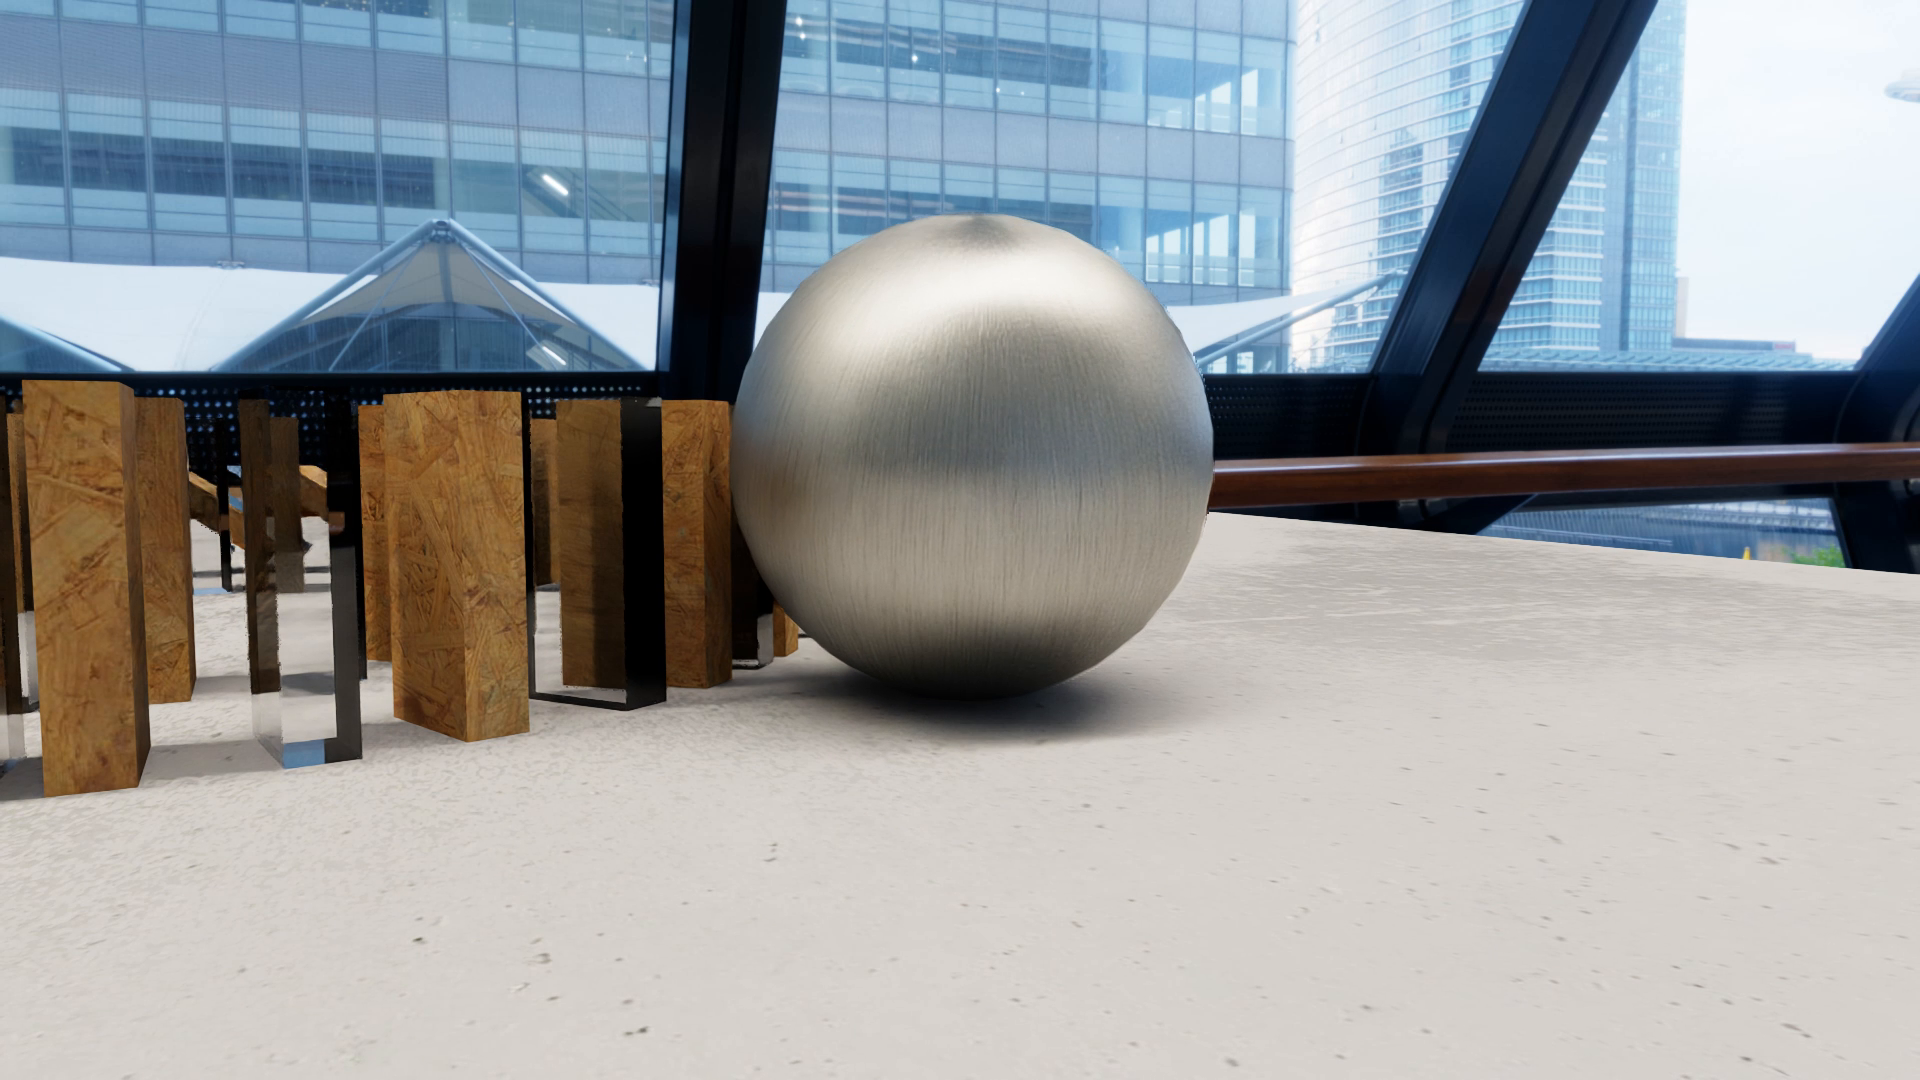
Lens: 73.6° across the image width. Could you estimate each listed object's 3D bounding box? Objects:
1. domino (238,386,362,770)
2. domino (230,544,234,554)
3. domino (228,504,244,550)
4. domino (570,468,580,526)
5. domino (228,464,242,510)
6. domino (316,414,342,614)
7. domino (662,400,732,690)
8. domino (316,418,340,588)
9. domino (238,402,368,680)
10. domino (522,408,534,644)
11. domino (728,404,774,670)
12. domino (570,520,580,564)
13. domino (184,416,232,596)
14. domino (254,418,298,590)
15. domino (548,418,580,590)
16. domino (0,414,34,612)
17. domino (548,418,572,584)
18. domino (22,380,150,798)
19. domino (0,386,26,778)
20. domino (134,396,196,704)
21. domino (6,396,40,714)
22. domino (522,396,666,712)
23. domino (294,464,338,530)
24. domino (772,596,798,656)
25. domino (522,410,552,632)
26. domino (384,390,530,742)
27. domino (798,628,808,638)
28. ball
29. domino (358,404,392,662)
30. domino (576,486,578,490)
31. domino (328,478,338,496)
[{"bbox_3d":[-0.092,0.004,0.179,0.010,0.050,0.025,-3,5,-37],"label":"domino"},{"bbox_3d":[-0.263,-0.008,0.419,0.050,0.009,0.025,41,-16,-25],"label":"domino"},{"bbox_3d":[-0.246,-0.008,0.430,0.050,0.009,0.025,36,-9,-20],"label":"domino"},{"bbox_3d":[-0.123,-0.008,0.453,0.050,0.010,0.025,34,16,17],"label":"domino"},{"bbox_3d":[-0.228,-0.008,0.439,0.050,0.009,0.025,33,-5,-16],"label":"domino"},{"bbox_3d":[-0.153,-0.007,0.331,0.009,0.050,0.025,0,4,5],"label":"domino"},{"bbox_3d":[-0.054,0.000,0.229,0.025,0.050,0.010,1,5,18],"label":"domino"},{"bbox_3d":[-0.186,-0.012,0.389,0.009,0.050,0.025,-1,4,-13],"label":"domino"},{"bbox_3d":[-0.120,0.000,0.234,0.025,0.050,0.009,3,5,37],"label":"domino"},{"bbox_3d":[-0.105,-0.003,0.271,0.025,0.050,0.009,1,4,8],"label":"domino"},{"bbox_3d":[-0.050,-0.001,0.247,0.025,0.050,0.010,1,4,10],"label":"domino"},{"bbox_3d":[-0.145,-0.007,0.455,0.050,0.009,0.025,29,9,9],"label":"domino"},{"bbox_3d":[-0.220,-0.010,0.372,0.009,0.050,0.025,-3,6,-39],"label":"domino"},{"bbox_3d":[-0.204,-0.011,0.383,0.009,0.050,0.025,-2,5,-27],"label":"domino"},{"bbox_3d":[-0.114,-0.011,0.384,0.009,0.050,0.025,2,5,22],"label":"domino"},{"bbox_3d":[-0.252,-0.007,0.333,0.025,0.050,0.009,2,5,26],"label":"domino"},{"bbox_3d":[-0.129,-0.012,0.389,0.010,0.050,0.025,1,4,13],"label":"domino"},{"bbox_3d":[-0.112,0.005,0.166,0.010,0.050,0.025,-2,5,-29],"label":"domino"},{"bbox_3d":[-0.126,0.006,0.159,0.009,0.050,0.025,-2,5,-24],"label":"domino"},{"bbox_3d":[-0.138,0.001,0.219,0.010,0.050,0.025,-2,5,-29],"label":"domino"},{"bbox_3d":[-0.155,0.002,0.212,0.010,0.050,0.025,-1,4,-17],"label":"domino"},{"bbox_3d":[-0.062,0.002,0.212,0.025,0.050,0.010,2,5,28],"label":"domino"},{"bbox_3d":[-0.211,-0.009,0.446,0.050,0.009,0.025,33,-1,-8],"label":"domino"},{"bbox_3d":[-0.047,-0.002,0.261,0.025,0.050,0.009,1,4,8],"label":"domino"},{"bbox_3d":[-0.106,-0.004,0.290,0.025,0.050,0.009,-1,4,-16],"label":"domino"},{"bbox_3d":[-0.076,0.003,0.193,0.025,0.050,0.010,4,6,44],"label":"domino"},{"bbox_3d":[-0.045,-0.004,0.284,0.025,0.050,0.010,0,4,-1],"label":"domino"},{"bbox_3d":[0.002,-0.014,0.215,0.080,0.080,0.080,0,4,0],"label":"ball"},{"bbox_3d":[-0.109,-0.001,0.253,0.025,0.050,0.009,2,5,20],"label":"domino"},{"bbox_3d":[-0.107,-0.009,0.447,0.050,0.009,0.025,35,17,19],"label":"domino"},{"bbox_3d":[-0.192,-0.009,0.450,0.050,0.010,0.025,32,1,-7],"label":"domino"}]
